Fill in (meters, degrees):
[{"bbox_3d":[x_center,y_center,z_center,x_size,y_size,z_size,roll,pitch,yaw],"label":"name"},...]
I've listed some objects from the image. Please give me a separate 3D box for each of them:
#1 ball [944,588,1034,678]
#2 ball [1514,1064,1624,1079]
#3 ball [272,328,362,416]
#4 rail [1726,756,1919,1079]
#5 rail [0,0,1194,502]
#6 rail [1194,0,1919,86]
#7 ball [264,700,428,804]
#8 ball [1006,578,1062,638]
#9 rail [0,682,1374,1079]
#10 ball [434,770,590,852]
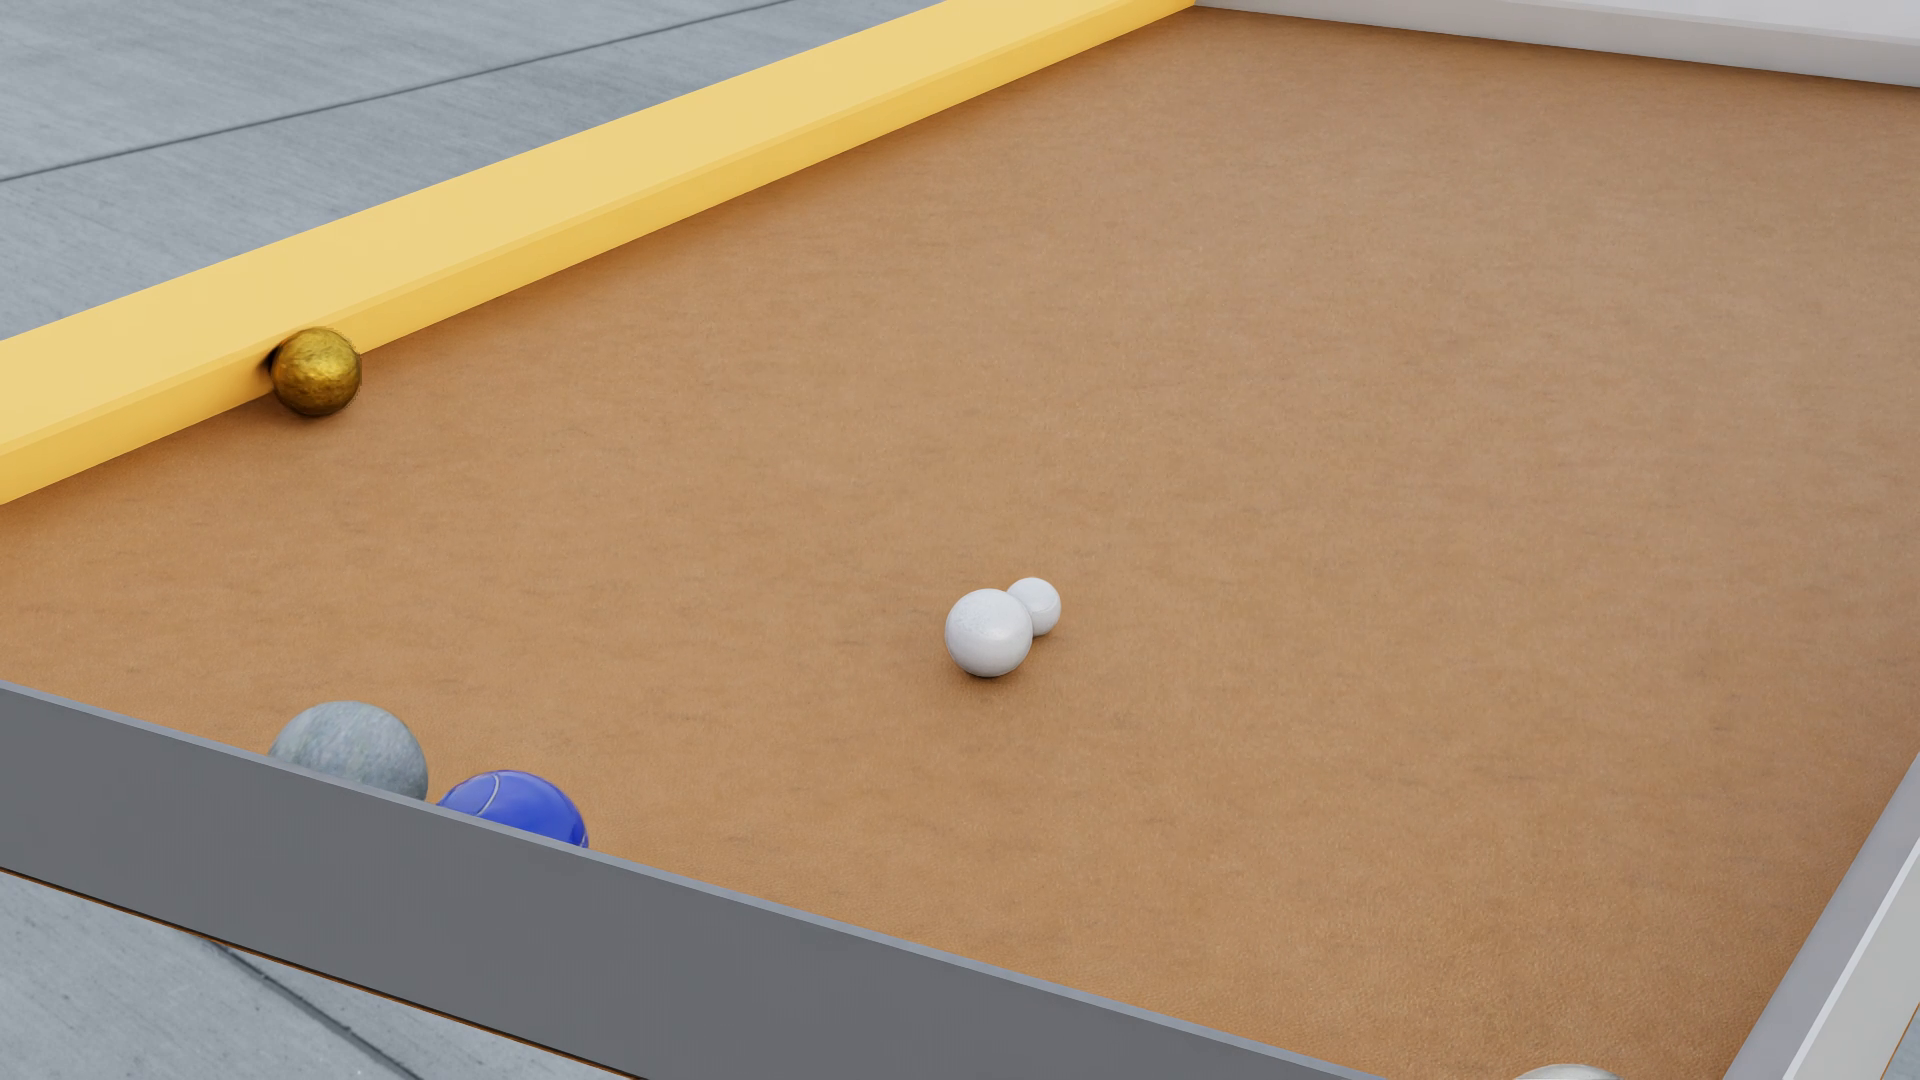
[{"bbox_3d":[0.019,0.061,1.924,0.058,0.058,0.058,0,22,0],"label":"ball"},{"bbox_3d":[0.276,0.283,1.328,0.093,0.093,0.093,0,22,0],"label":"ball"},{"bbox_3d":[-0.523,-0.136,2.392,0.072,0.072,0.072,0,22,0],"label":"ball"},{"bbox_3d":[0.908,-0.098,2.226,0.045,0.122,2.503,12,25,27],"label":"rail"},{"bbox_3d":[-0.290,-0.354,2.857,0.045,0.122,2.503,12,25,27],"label":"rail"},{"bbox_3d":[0.916,-0.627,3.530,1.425,0.122,0.045,12,25,27],"label":"rail"},{"bbox_3d":[-0.352,0.139,1.683,0.094,0.094,0.094,0,22,0],"label":"ball"},{"bbox_3d":[0.048,0.045,1.984,0.040,0.040,0.040,0,22,0],"label":"ball"},{"bbox_3d":[-0.297,0.176,1.552,1.425,0.122,0.045,12,25,27],"label":"rail"},{"bbox_3d":[-0.248,0.172,1.604,0.093,0.093,0.093,0,22,0],"label":"ball"}]
